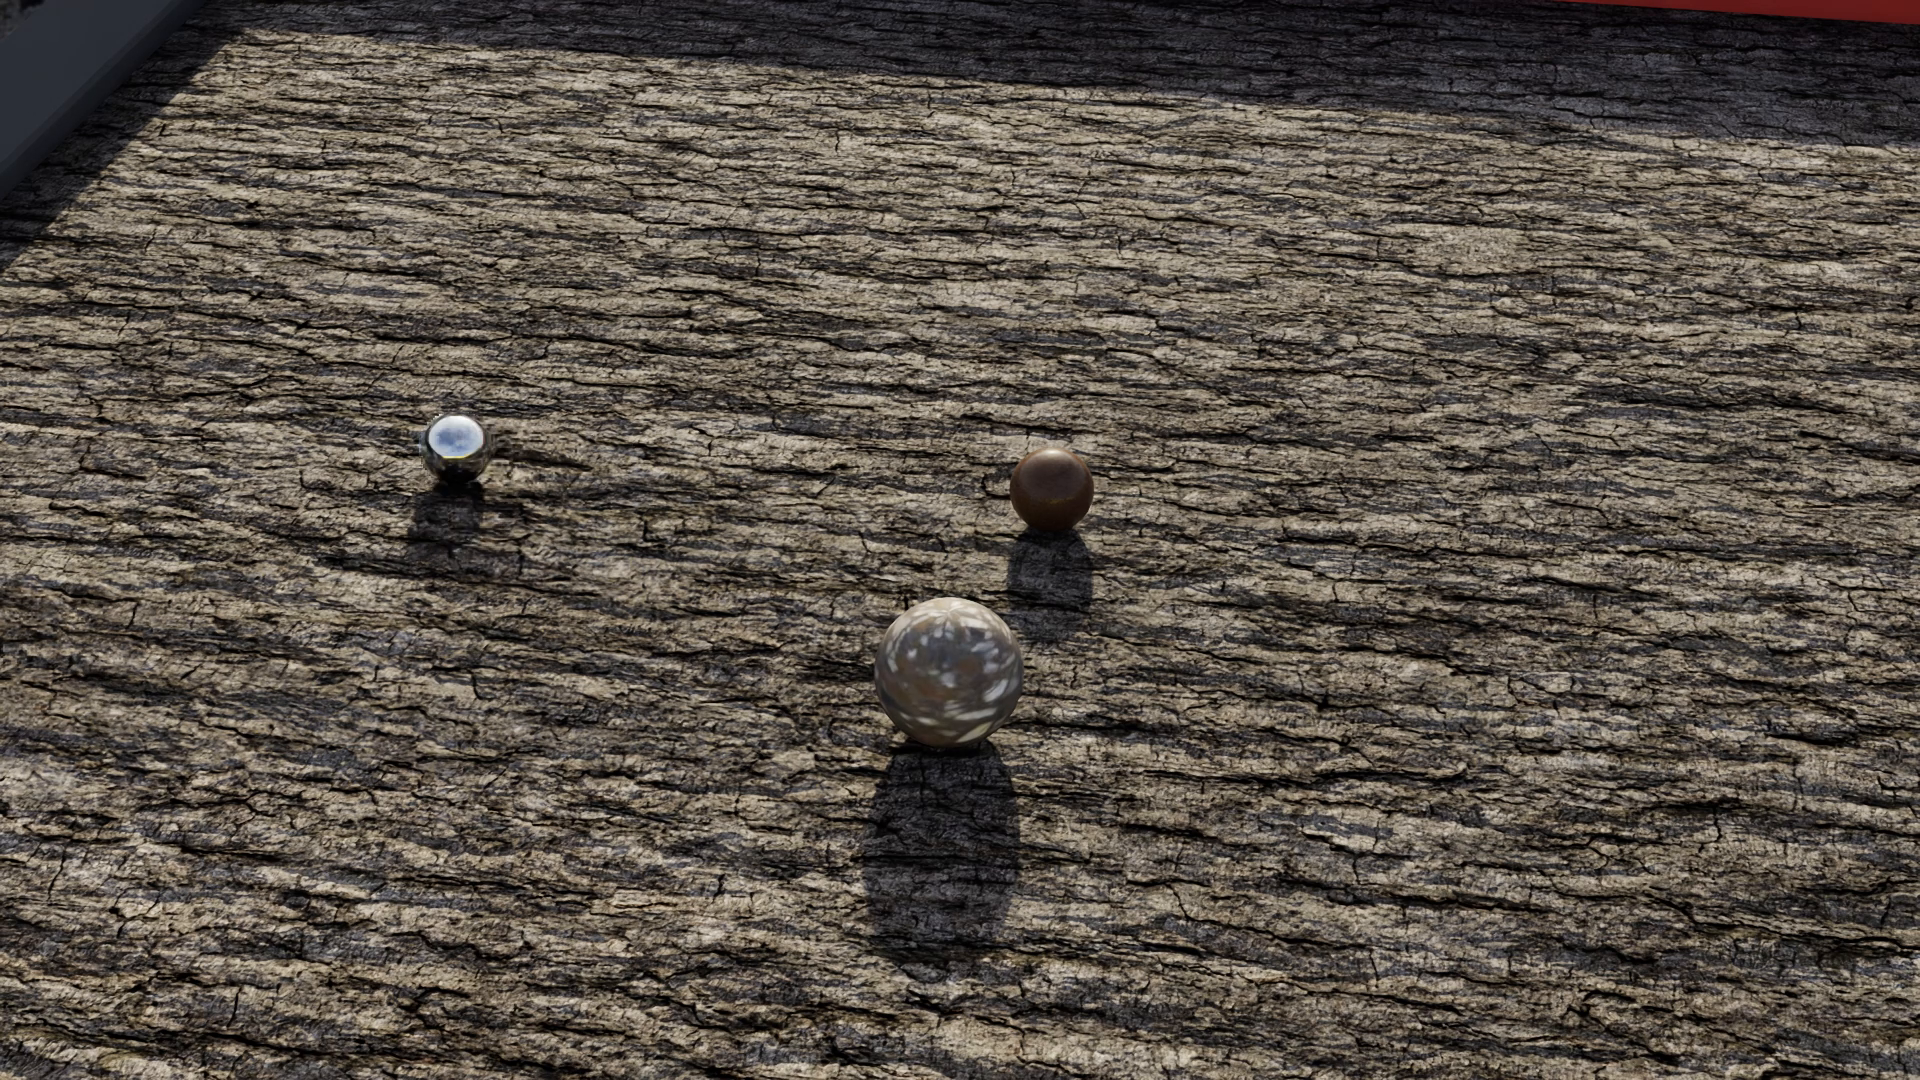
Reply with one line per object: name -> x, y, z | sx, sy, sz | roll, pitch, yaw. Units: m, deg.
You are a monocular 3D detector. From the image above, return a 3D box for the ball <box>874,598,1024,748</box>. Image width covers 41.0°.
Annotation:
ball -> -0.007, 0.087, 1.676 | 0.099, 0.099, 0.099 | 0, 35, 0

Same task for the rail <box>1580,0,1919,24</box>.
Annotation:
rail -> 1.130, -0.560, 2.574 | 3.832, 0.128, 0.045 | 6, 35, 8

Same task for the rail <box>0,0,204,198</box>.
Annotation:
rail -> -0.921, -0.113, 1.935 | 0.045, 0.128, 2.270 | 6, 35, 8

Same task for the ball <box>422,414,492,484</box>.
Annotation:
ball -> -0.380, -0.069, 1.939 | 0.053, 0.053, 0.053 | 0, 35, 0

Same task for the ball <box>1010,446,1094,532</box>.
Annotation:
ball -> 0.067, -0.037, 1.885 | 0.063, 0.063, 0.063 | 0, 35, 0
